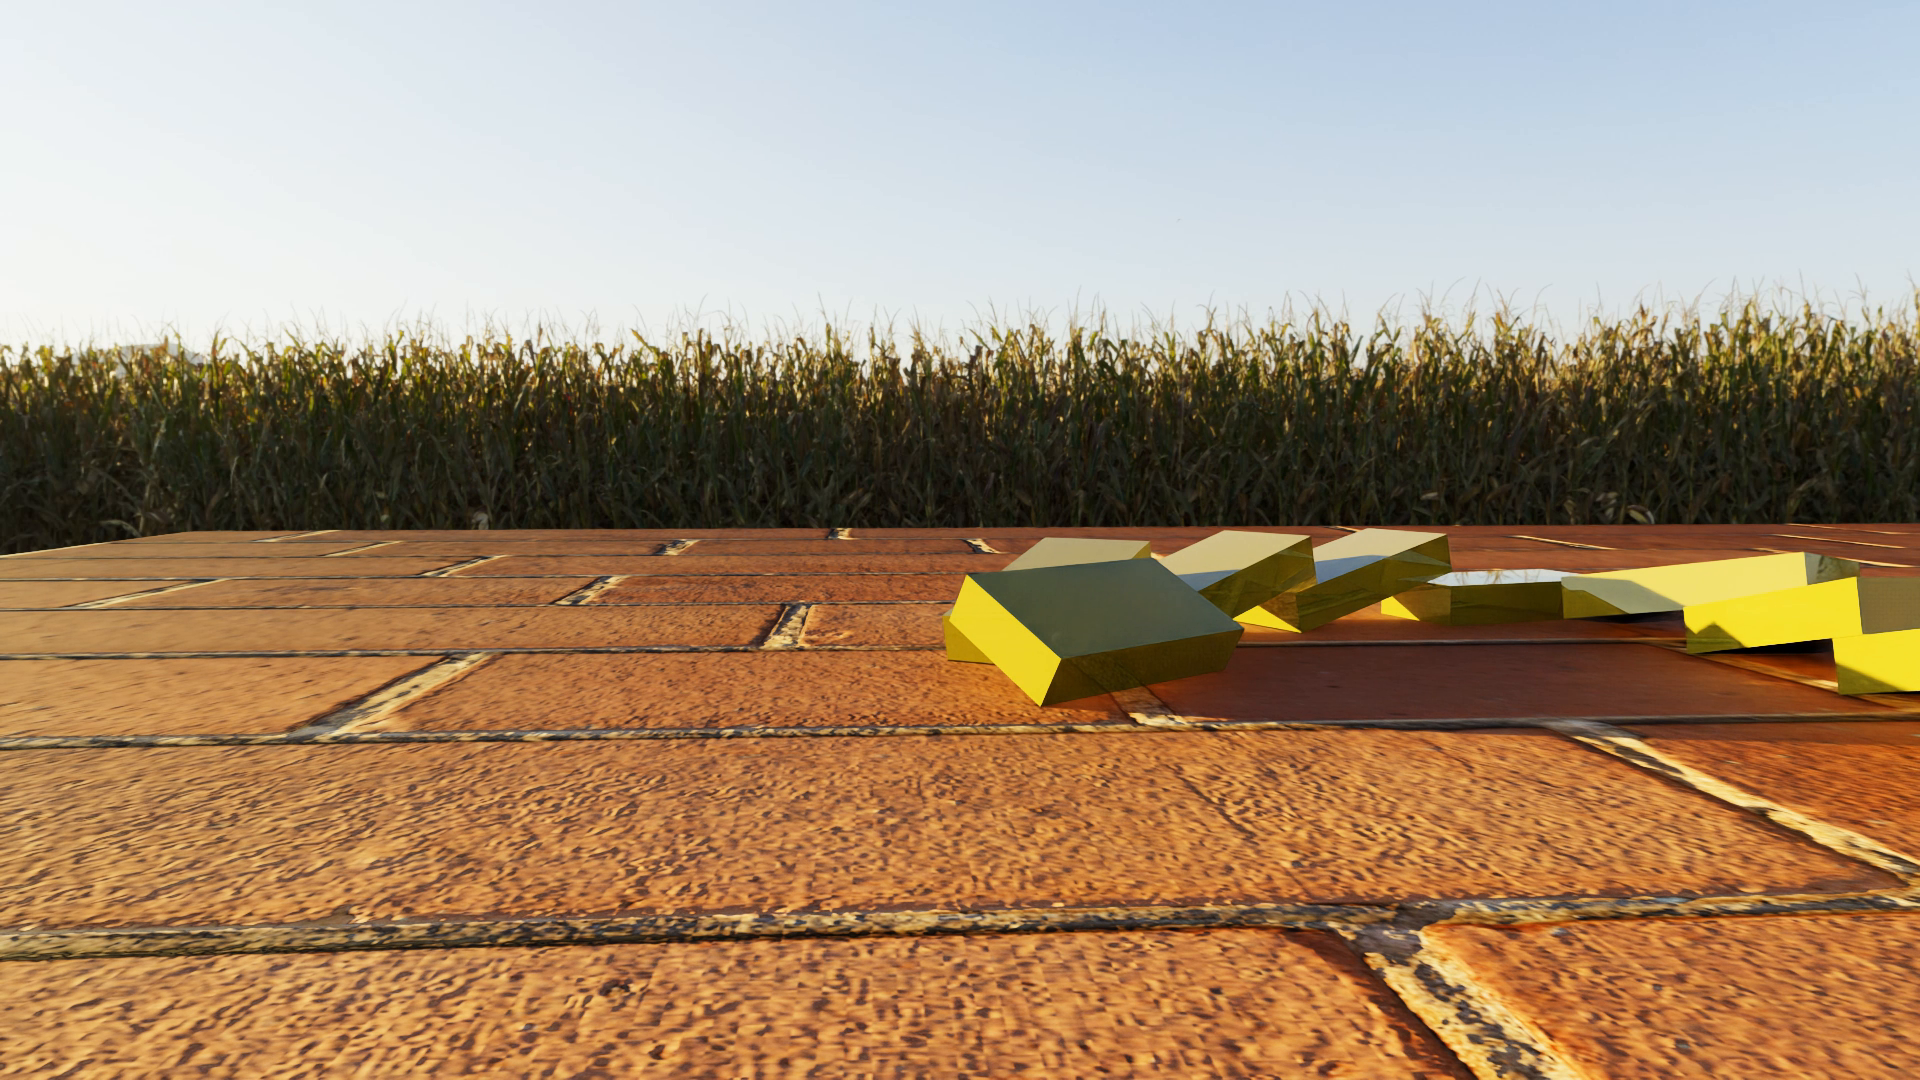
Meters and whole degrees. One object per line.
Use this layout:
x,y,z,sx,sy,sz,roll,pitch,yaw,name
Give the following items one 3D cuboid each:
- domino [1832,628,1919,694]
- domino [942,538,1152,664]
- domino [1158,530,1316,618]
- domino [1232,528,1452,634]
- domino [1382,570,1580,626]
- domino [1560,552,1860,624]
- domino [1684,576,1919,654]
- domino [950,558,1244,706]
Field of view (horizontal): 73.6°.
0.162,0.018,0.194,0.025,0.009,0.050,0,-9,-1,domino
0.020,0.012,0.266,0.025,0.009,0.050,2,19,28,domino
0.055,0.010,0.290,0.050,0.009,0.025,-21,16,-36,domino
0.091,0.009,0.309,0.050,0.009,0.025,-17,12,-27,domino
0.134,0.014,0.319,0.050,0.009,0.025,-1,5,-19,domino
0.161,0.011,0.277,0.025,0.009,0.050,6,-10,-34,domino
0.160,0.015,0.236,0.025,0.009,0.050,0,-9,-1,domino
0.025,0.015,0.230,0.050,0.010,0.025,-4,34,-42,domino
